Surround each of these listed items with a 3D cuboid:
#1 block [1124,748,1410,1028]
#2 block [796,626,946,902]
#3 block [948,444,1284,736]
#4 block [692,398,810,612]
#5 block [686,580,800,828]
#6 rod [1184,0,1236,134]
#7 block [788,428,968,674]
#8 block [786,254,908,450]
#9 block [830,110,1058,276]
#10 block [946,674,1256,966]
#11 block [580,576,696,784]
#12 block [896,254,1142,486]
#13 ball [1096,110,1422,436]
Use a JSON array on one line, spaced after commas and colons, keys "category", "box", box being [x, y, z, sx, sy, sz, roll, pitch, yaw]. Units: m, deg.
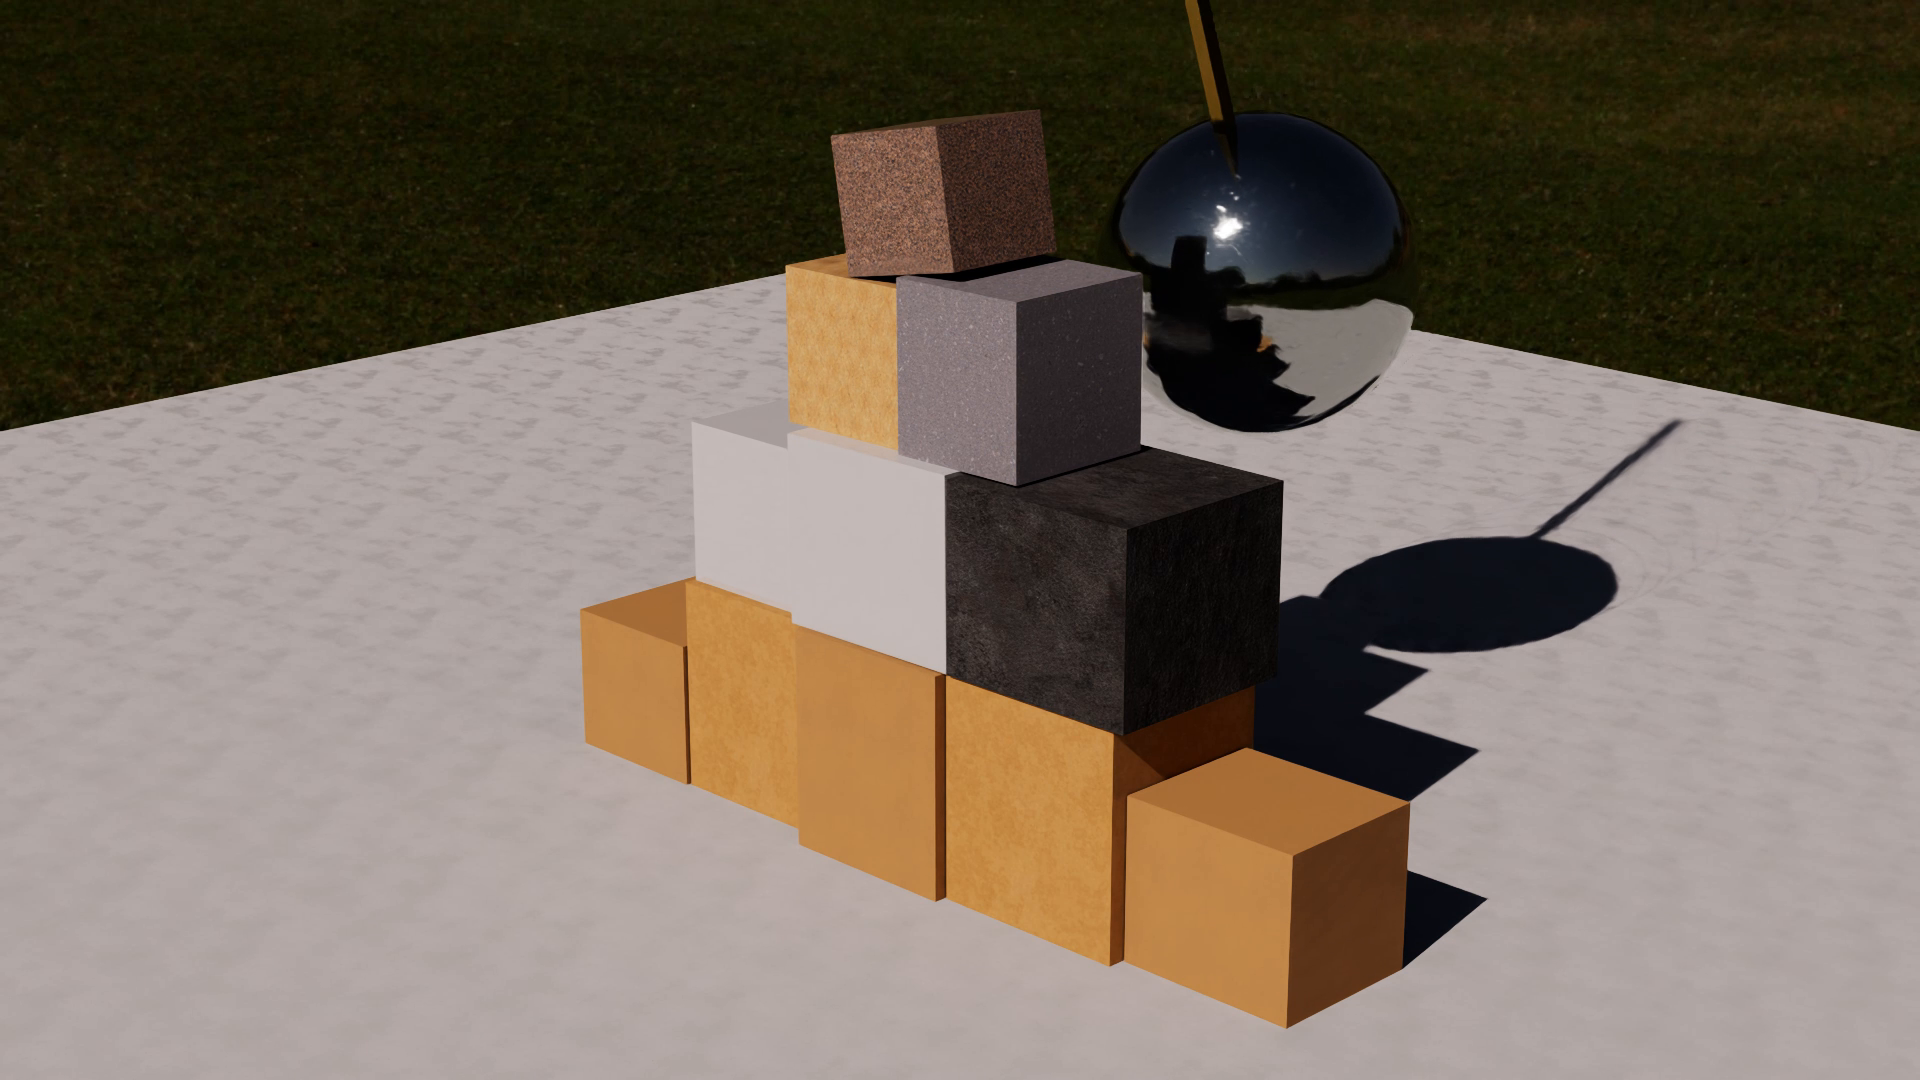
[{"category": "block", "box": [1.296, 1.455, 12.434, 0.782, 0.768, 0.890, -17, 24, -42]}, {"category": "block", "box": [-0.055, 0.902, 13.679, 1.070, 1.076, 0.915, -17, 24, -42]}, {"category": "block", "box": [0.666, 0.169, 12.703, 1.006, 0.894, 1.035, -17, 24, -42]}, {"category": "block", "box": [-0.720, -0.174, 14.063, 0.739, 0.795, 0.845, -17, 24, -42]}, {"category": "block", "box": [-0.703, 0.714, 14.317, 0.848, 1.053, 0.921, -17, 24, -42]}, {"category": "rod", "box": [0.636, -4.108, 12.717, 0.080, 5.200, 0.080, 17, 44, 42]}, {"category": "block", "box": [-0.084, -0.049, 13.387, 0.956, 0.907, 1.010, -17, 24, -42]}, {"category": "block", "box": [-0.251, -0.893, 13.351, 0.748, 0.731, 0.765, -17, 24, -42]}, {"category": "block", "box": [-0.070, -1.526, 12.915, 0.643, 0.626, 0.668, -16, 13, -43]}, {"category": "block", "box": [0.616, 1.106, 13.020, 0.925, 1.083, 0.990, -17, 24, -42]}, {"category": "block", "box": [-1.336, 0.691, 14.942, 0.847, 0.723, 0.808, -17, 24, -42]}, {"category": "block", "box": [0.261, -0.766, 12.818, 0.721, 0.795, 0.792, 16, 24, 43]}, {"category": "ball", "box": [1.467, -1.314, 14.466, 1.600, 1.600, 1.600, 0, 17, 0]}]
